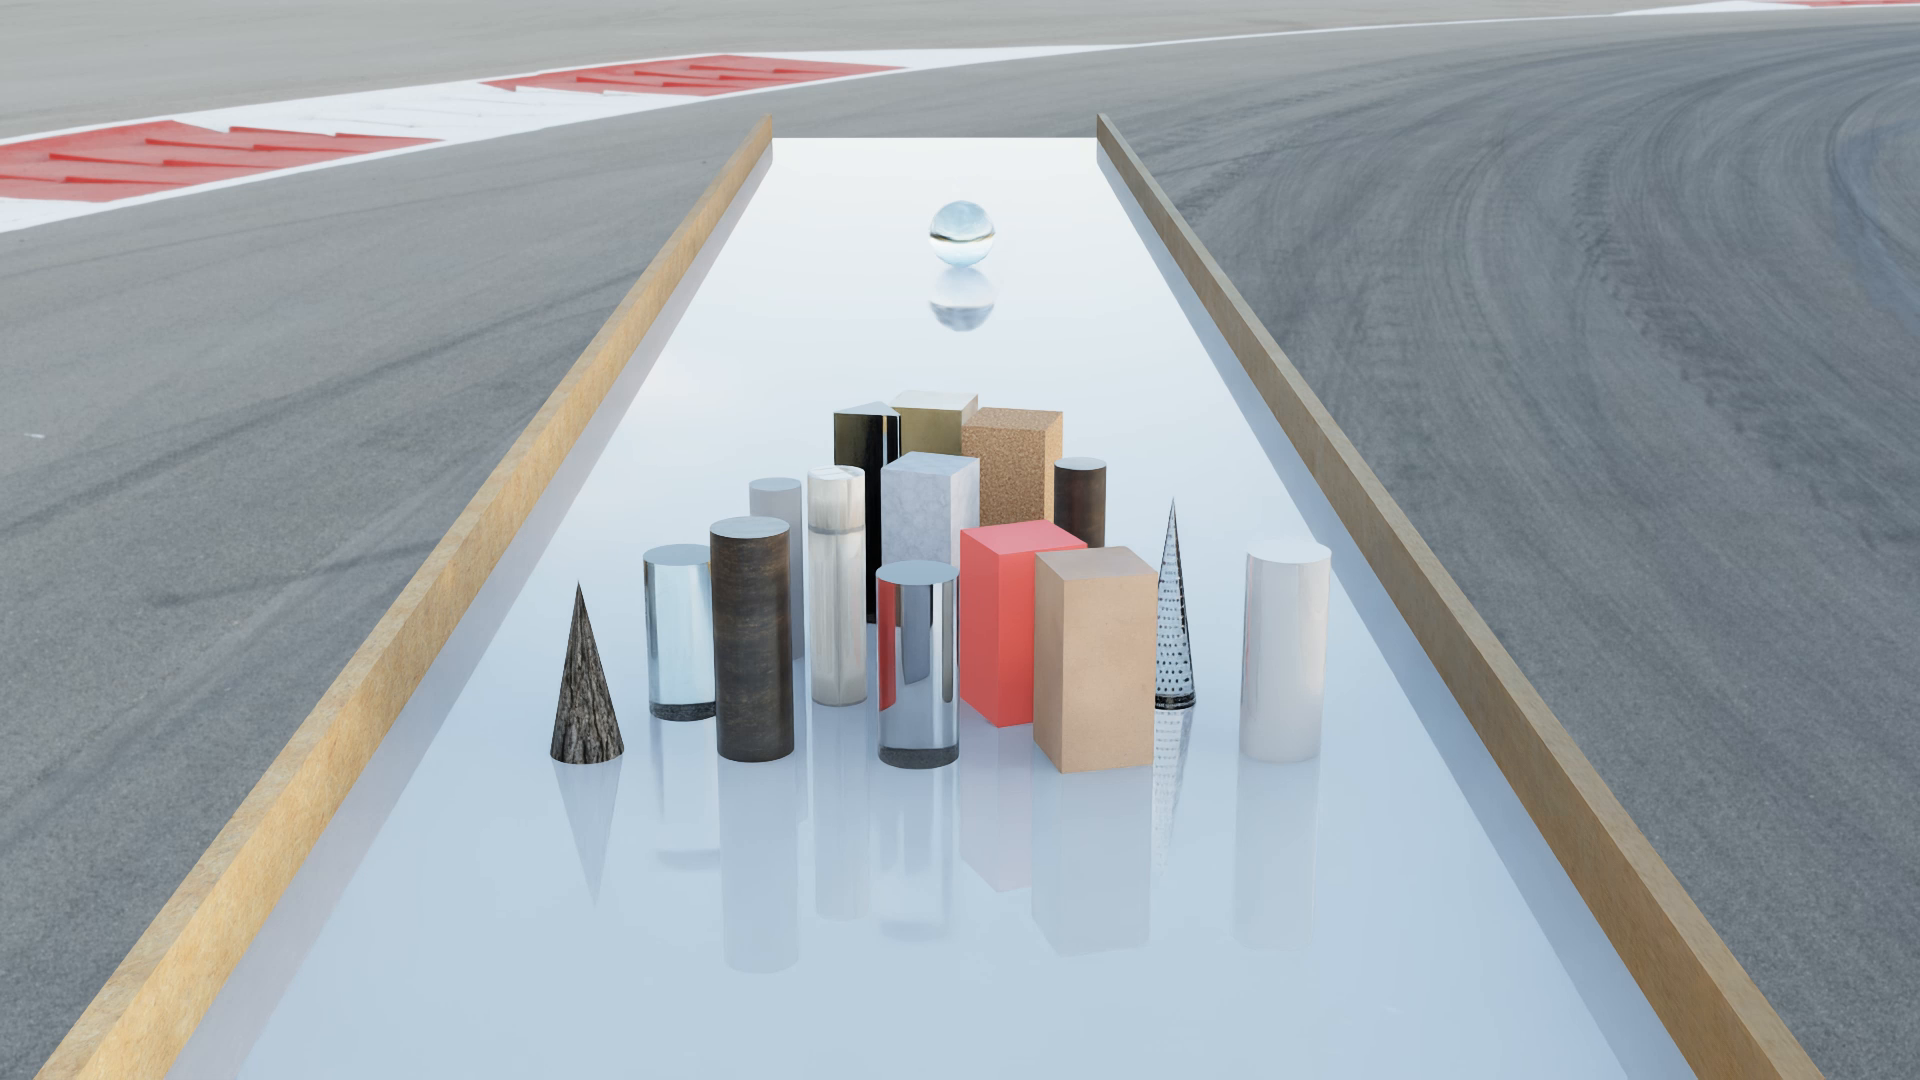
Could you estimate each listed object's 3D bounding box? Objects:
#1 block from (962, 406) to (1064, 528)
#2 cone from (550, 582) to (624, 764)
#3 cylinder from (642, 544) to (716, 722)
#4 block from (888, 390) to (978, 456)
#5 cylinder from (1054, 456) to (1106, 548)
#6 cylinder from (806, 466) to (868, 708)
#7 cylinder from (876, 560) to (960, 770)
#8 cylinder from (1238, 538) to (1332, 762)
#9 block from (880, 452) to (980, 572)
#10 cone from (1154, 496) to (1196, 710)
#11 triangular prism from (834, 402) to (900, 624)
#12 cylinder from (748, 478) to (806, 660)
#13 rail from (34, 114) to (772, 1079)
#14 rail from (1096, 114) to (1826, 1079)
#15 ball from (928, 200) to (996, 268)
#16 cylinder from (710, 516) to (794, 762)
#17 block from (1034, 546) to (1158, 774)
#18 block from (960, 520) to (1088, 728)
[{"bbox_3d":[0.111,-0.051,4.656,0.177,0.424,0.177,4,17,14],"label":"block"},{"bbox_3d":[-0.670,0.224,3.908,0.132,0.323,0.132,0,17,0],"label":"cone"},{"bbox_3d":[-0.516,0.172,4.115,0.142,0.303,0.142,0,17,0],"label":"cylinder"},{"bbox_3d":[-0.060,-0.107,4.857,0.168,0.416,0.168,4,17,12],"label":"block"},{"bbox_3d":[0.236,0.044,4.369,0.103,0.405,0.103,0,17,0],"label":"cylinder"},{"bbox_3d":[-0.231,0.088,4.151,0.107,0.445,0.107,0,17,0],"label":"cylinder"},{"bbox_3d":[-0.074,0.220,3.890,0.146,0.340,0.146,0,17,0],"label":"cylinder"},{"bbox_3d":[0.577,0.196,3.917,0.149,0.370,0.149,0,17,0],"label":"cylinder"},{"bbox_3d":[-0.057,0.046,4.353,0.147,0.409,0.147,7,18,21],"label":"block"},{"bbox_3d":[0.396,0.110,4.142,0.111,0.409,0.111,0,17,0],"label":"cone"},{"bbox_3d":[-0.180,-0.059,4.632,0.140,0.452,0.121,3,17,11],"label":"triangular prism"},{"bbox_3d":[-0.366,0.059,4.403,0.104,0.356,0.104,0,17,0],"label":"cylinder"},{"bbox_3d":[-1.118,-0.838,7.780,0.050,0.150,12.000,0,17,-1],"label":"rail"},{"bbox_3d":[0.932,-0.844,7.801,0.050,0.150,12.000,0,17,-1],"label":"rail"},{"bbox_3d":[0.008,-1.246,8.943,0.270,0.270,0.270,0,17,0],"label":"ball"},{"bbox_3d":[-0.368,0.176,3.906,0.140,0.415,0.140,0,17,0],"label":"cylinder"},{"bbox_3d":[0.238,0.210,3.899,0.170,0.355,0.170,-4,17,-15],"label":"block"},{"bbox_3d":[0.117,0.154,4.124,0.177,0.334,0.177,-7,18,-22],"label":"block"}]
